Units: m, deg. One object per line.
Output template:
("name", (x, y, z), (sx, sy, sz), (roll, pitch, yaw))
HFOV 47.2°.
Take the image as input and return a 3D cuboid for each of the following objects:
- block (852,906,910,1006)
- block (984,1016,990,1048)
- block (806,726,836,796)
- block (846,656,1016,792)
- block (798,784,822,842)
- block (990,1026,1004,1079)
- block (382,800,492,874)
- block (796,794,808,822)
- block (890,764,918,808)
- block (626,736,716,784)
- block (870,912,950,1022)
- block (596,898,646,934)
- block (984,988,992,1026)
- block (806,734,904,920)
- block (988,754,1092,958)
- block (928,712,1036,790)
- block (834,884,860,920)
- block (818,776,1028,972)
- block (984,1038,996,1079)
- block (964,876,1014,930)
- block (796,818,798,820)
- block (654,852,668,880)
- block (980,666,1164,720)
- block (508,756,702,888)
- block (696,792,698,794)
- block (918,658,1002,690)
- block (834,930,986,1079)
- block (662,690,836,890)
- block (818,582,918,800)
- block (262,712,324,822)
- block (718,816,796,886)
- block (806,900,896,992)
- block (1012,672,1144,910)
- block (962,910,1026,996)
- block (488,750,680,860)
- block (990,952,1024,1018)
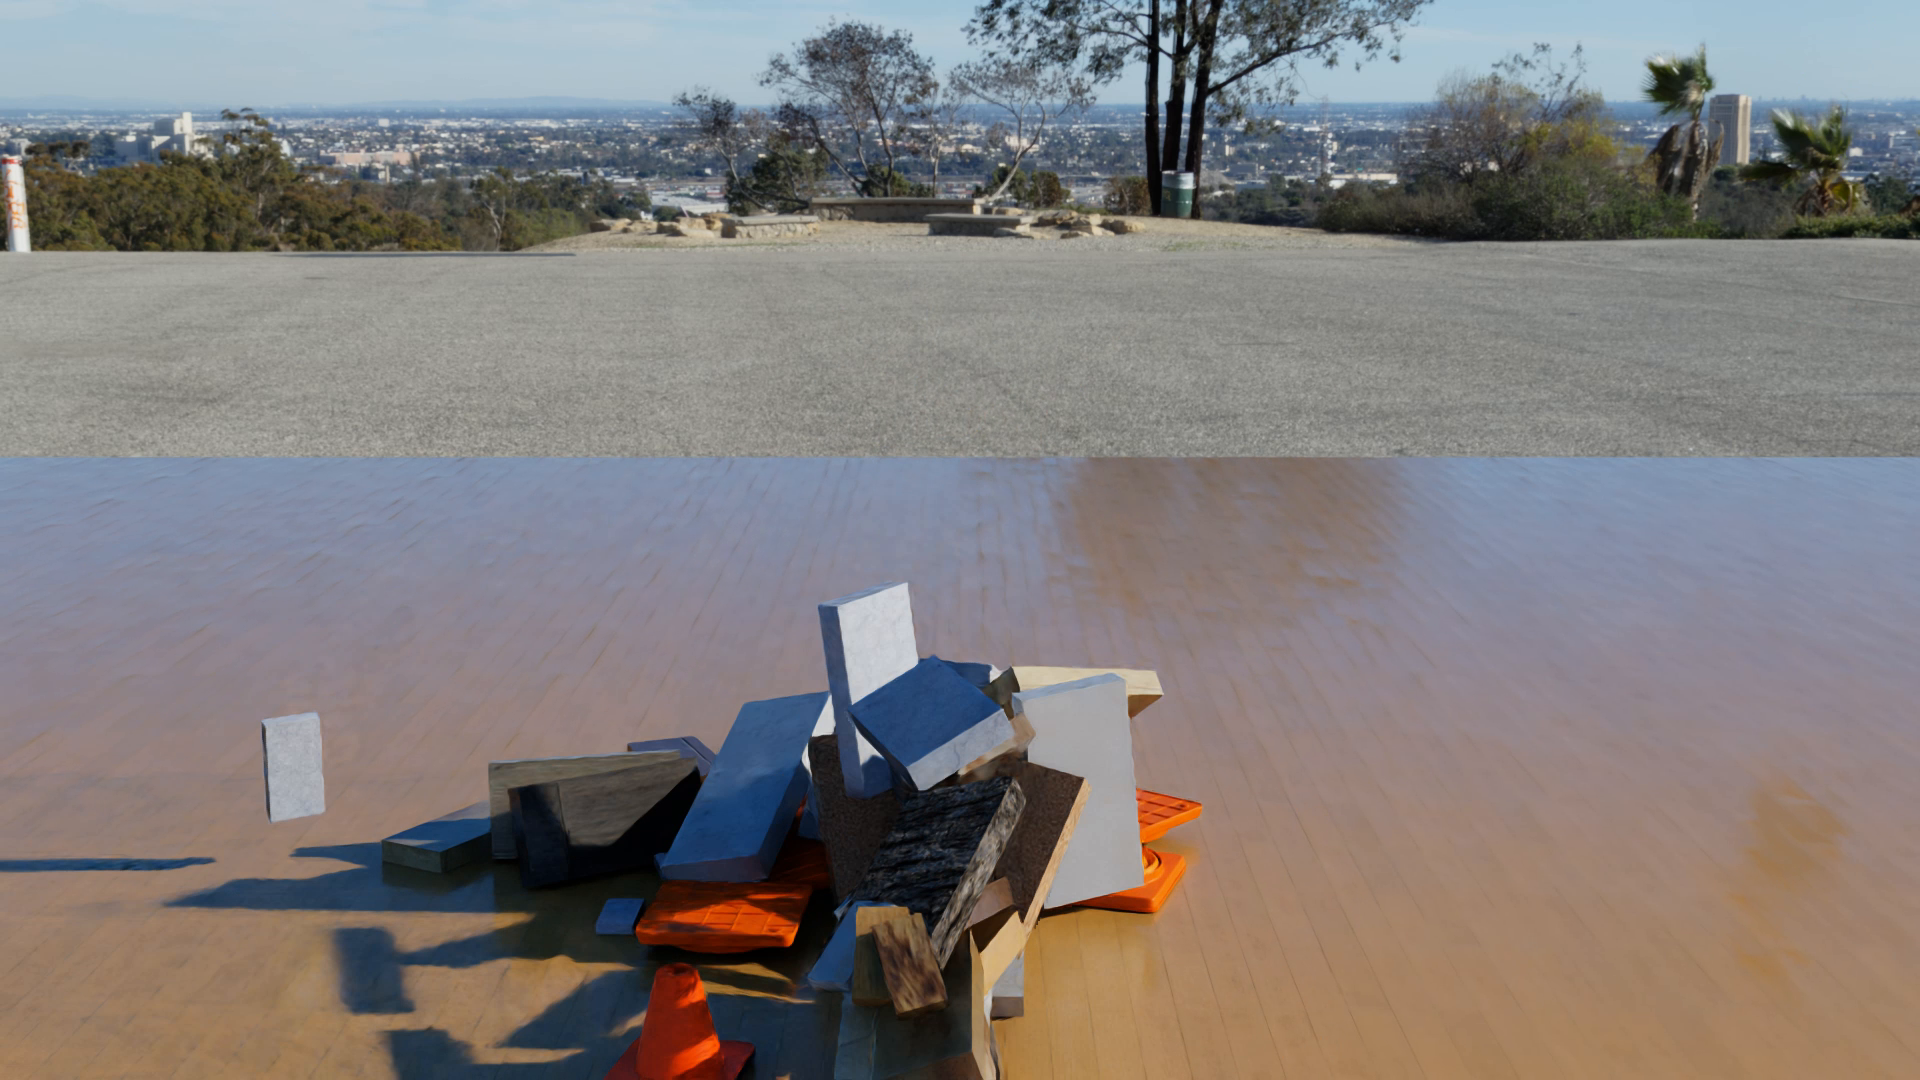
("block", (-0.095, 0.501, 2.648), (0.063, 0.018, 0.126), (-1, 48, 3))
("block", (-0.026, 0.669, 2.730), (0.124, 0.035, 0.248), (-17, 16, 5))
("block", (-0.207, 0.393, 3.854), (0.158, 0.045, 0.316), (-29, 31, -12))
("block", (-0.048, 0.266, 3.228), (0.159, 0.045, 0.319), (-31, 19, -10))
("block", (-0.231, 0.430, 3.705), (0.022, 0.152, 0.076), (20, -12, -23))
("block", (-0.006, 0.703, 2.834), (0.124, 0.035, 0.248), (-17, 8, 0))
("block", (-0.881, 0.525, 3.913), (0.135, 0.038, 0.271), (6, 12, 29))
("block", (-0.251, 0.441, 4.341), (0.167, 0.047, 0.619), (1, 11, 4))
("block", (-0.031, 0.343, 3.437), (0.151, 0.043, 0.362), (-30, -14, -9))
("block", (-0.534, 0.433, 4.198), (0.135, 0.038, 0.271), (-5, 11, -23))
("block", (-0.060, 0.506, 2.615), (0.063, 0.018, 0.126), (-15, 48, -7))
("block", (-0.546, 0.605, 3.540), (0.060, 0.017, 0.120), (0, 11, 1))
("block", (-0.023, 0.648, 2.982), (0.124, 0.035, 0.248), (-17, 8, 5))
("block", (-0.151, 0.465, 3.611), (0.151, 0.302, 0.043), (-3, -26, -17))
("block", (0.076, 0.465, 3.249), (0.139, 0.278, 0.039), (14, -24, 27))
("block", (0.022, 0.361, 3.441), (0.139, 0.039, 0.278), (-27, -15, -20))
("block", (-0.075, 0.473, 3.129), (0.145, 0.041, 0.290), (-32, -1, 12))
("block", (-0.043, 0.435, 2.842), (0.159, 0.045, 0.350), (-13, 24, 27))
("block", (-0.084, 0.715, 2.389), (0.169, 0.048, 0.602), (-14, 11, 11))
("block", (-0.040, 0.520, 3.004), (0.145, 0.041, 0.377), (-20, -7, 13))
("block", (-0.382, 0.496, 3.796), (0.183, 0.026, 0.091), (-29, 36, -21))
("block", (-0.460, 0.555, 3.775), (0.120, 0.017, 0.060), (-4, 25, -22))
("block", (0.177, 0.293, 3.931), (0.352, 0.050, 0.176), (5, -34, -41))
("block", (-0.599, 0.482, 3.777), (0.333, 0.166, 0.047), (-7, -5, -33))
("block", (-0.423, 0.496, 3.847), (0.060, 0.120, 0.017), (-8, -5, -35))
("block", (0.027, 0.303, 4.489), (0.160, 0.045, 0.320), (3, -14, 17))
("block", (-0.058, 0.589, 2.668), (0.169, 0.048, 0.338), (-19, 13, 4))
("block", (-0.352, 0.422, 3.775), (0.176, 0.050, 0.459), (-9, 29, 20))
("block", (-0.135, 0.242, 3.557), (0.045, 0.319, 0.159), (2, 14, 43))
("block", (-1.140, 0.388, 3.760), (0.091, 0.183, 0.026), (-8, 24, -29))
("block", (-0.373, 0.507, 3.725), (0.091, 0.026, 0.183), (16, 44, 43))
("block", (-0.130, 0.498, 2.699), (0.063, 0.018, 0.126), (-3, 39, 38))
("block", (0.191, 0.403, 3.534), (0.176, 0.352, 0.050), (-10, 14, -17))
("block", (-0.029, 0.589, 3.003), (0.169, 0.048, 0.338), (-17, 1, 14))
("block", (-0.657, 0.465, 3.872), (0.333, 0.167, 0.047), (-3, -1, -13))
("block", (0.025, 0.556, 3.308), (0.139, 0.039, 0.404), (-2, 33, 2))
